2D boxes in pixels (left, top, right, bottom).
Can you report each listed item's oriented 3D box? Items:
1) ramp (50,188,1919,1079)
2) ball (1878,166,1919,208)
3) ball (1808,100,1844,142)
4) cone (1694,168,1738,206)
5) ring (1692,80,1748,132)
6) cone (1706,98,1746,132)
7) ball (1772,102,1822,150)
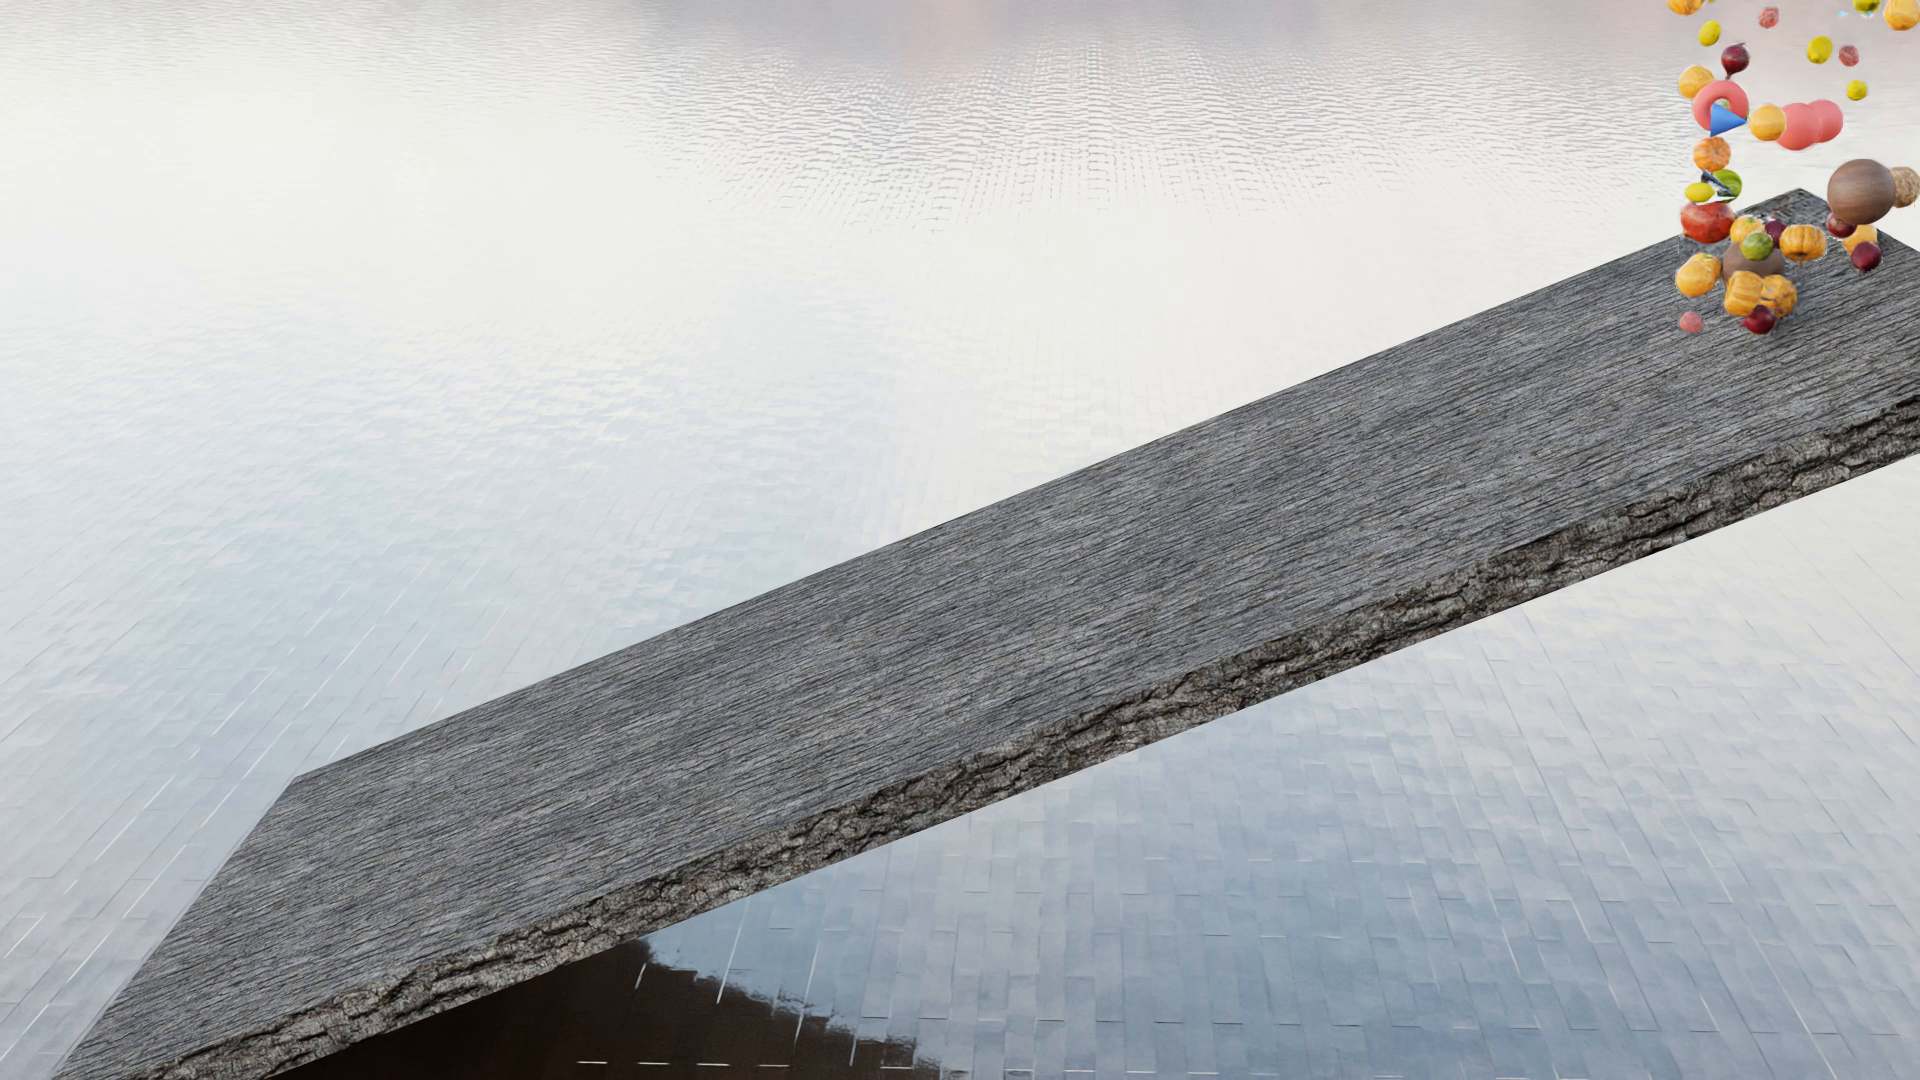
[{"bbox_3d":[0.126,0.172,6.289,4.000,0.100,2.000,-21,12,7],"label":"ramp"},{"bbox_3d":[1.866,-0.701,5.839,0.083,0.083,0.083,0,14,0],"label":"ball"},{"bbox_3d":[1.787,-0.870,6.104,0.090,0.090,0.090,0,14,0],"label":"ball"},{"bbox_3d":[1.526,-0.700,5.915,0.081,0.081,0.081,16,18,12],"label":"cone"},{"bbox_3d":[1.527,-0.870,5.907,0.110,0.110,0.037,0,29,1],"label":"ring"},{"bbox_3d":[1.533,-0.834,5.855,0.071,0.071,0.071,25,23,20],"label":"cone"},{"bbox_3d":[1.656,-0.818,5.822,0.095,0.095,0.095,0,14,0],"label":"ball"}]
